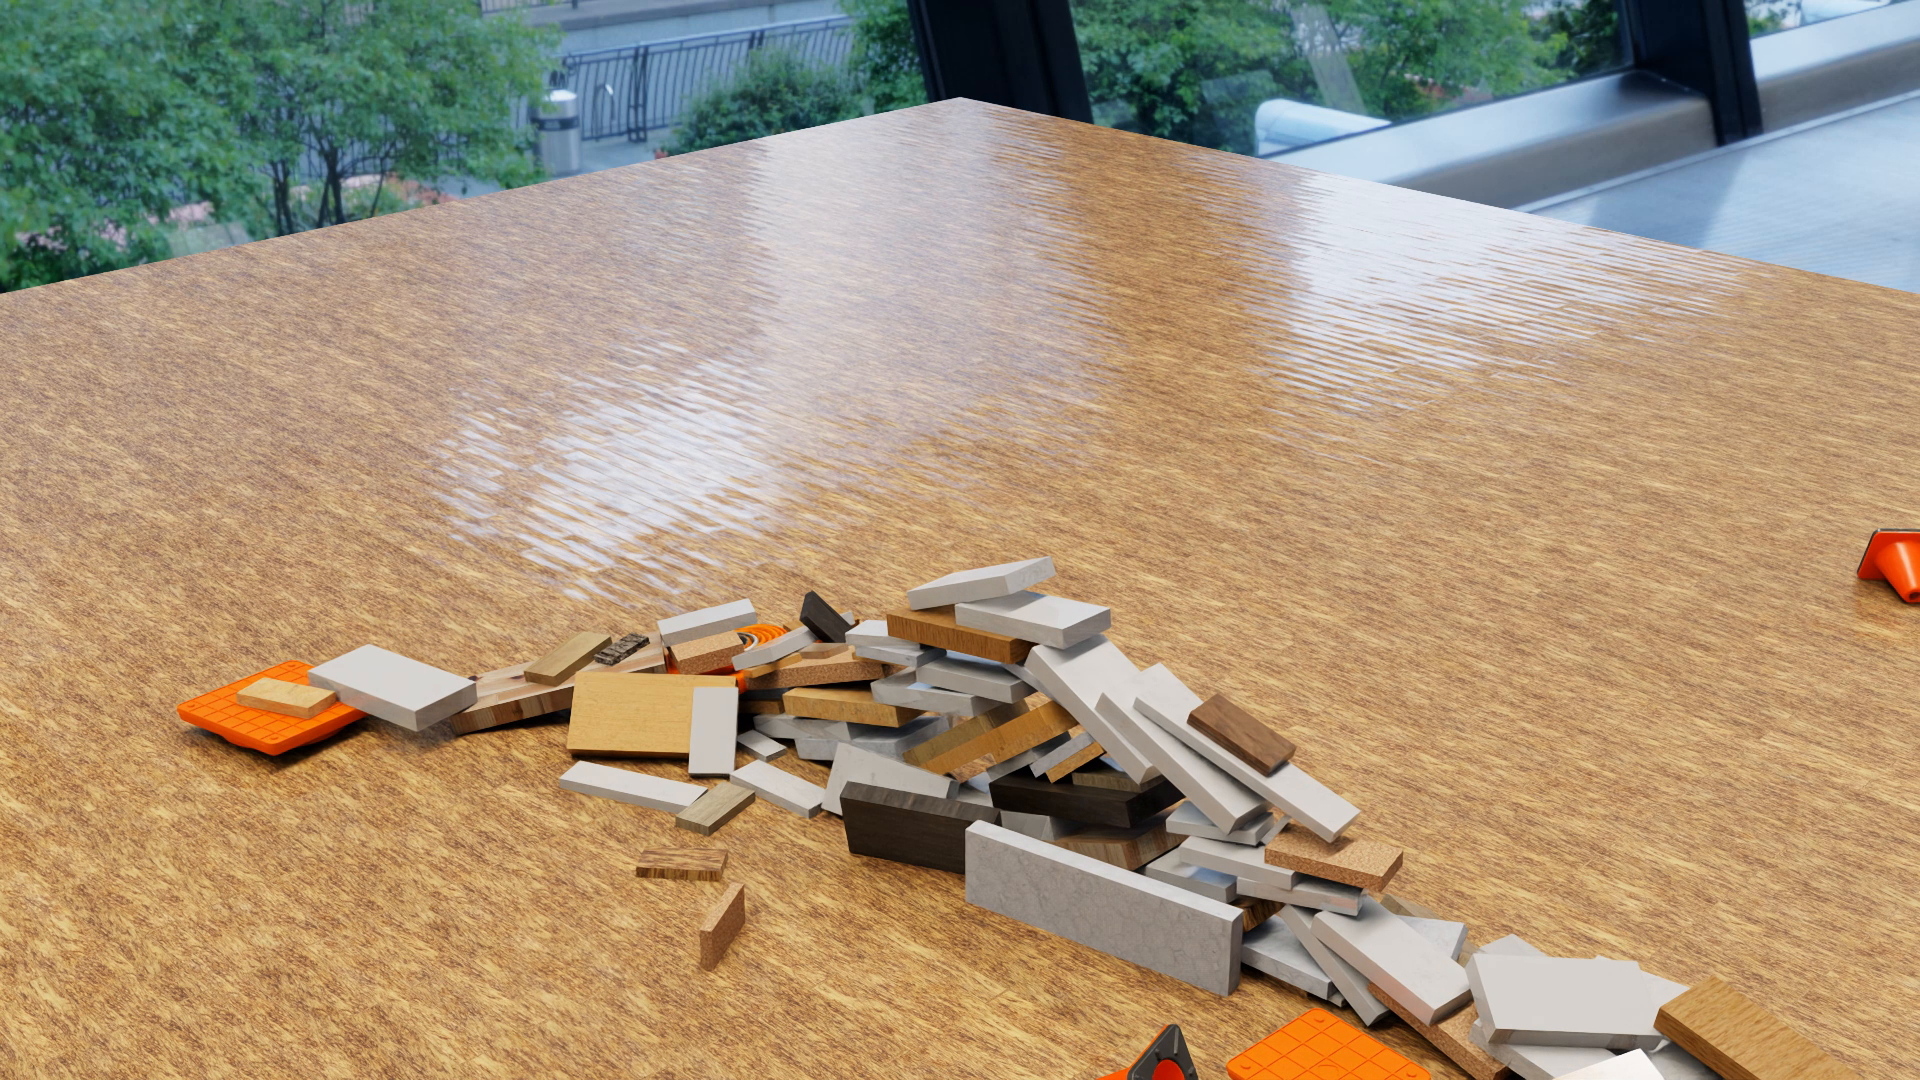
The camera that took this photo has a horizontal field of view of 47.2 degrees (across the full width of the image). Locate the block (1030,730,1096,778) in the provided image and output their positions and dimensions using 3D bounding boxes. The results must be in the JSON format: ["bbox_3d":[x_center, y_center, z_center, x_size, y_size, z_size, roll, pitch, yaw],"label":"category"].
[{"bbox_3d":[0.219,0.390,4.146,0.093,0.026,0.185,-21,-11,-40],"label":"block"}]

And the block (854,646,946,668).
[{"bbox_3d":[-0.119,0.219,4.409,0.173,0.024,0.086,8,21,42],"label":"block"}]

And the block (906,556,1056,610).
[{"bbox_3d":[0.040,0.085,4.314,0.276,0.039,0.138,-11,8,45],"label":"block"}]

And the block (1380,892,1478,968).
[{"bbox_3d":[0.888,0.737,3.904,0.122,0.035,0.335,24,8,-33],"label":"block"}]

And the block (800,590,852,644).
[{"bbox_3d":[-0.241,0.235,4.862,0.023,0.303,0.080,-27,34,30],"label":"block"}]

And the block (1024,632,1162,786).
[{"bbox_3d":[0.289,0.301,4.090,0.164,0.047,0.328,-19,53,-39],"label":"block"}]

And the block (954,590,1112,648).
[{"bbox_3d":[0.139,0.146,4.213,0.276,0.039,0.138,11,23,42],"label":"block"}]

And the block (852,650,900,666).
[{"bbox_3d":[-0.155,0.231,4.456,0.116,0.016,0.058,5,19,35],"label":"block"}]

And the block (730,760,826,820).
[{"bbox_3d":[-0.365,0.512,4.524,0.228,0.023,0.081,19,29,37],"label":"block"}]

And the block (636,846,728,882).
[{"bbox_3d":[-0.537,0.626,4.257,0.163,0.023,0.081,2,23,5],"label":"block"}]

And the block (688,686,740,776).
[{"bbox_3d":[-0.516,0.403,4.618,0.094,0.027,0.188,0,68,1],"label":"block"}]

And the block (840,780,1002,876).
[{"bbox_3d":[-0.070,0.560,4.233,0.312,0.156,0.044,8,41,18],"label":"block"}]

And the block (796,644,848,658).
[{"bbox_3d":[-0.301,0.237,4.705,0.057,0.016,0.147,-20,9,-32],"label":"block"}]

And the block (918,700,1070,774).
[{"bbox_3d":[0.071,0.390,4.327,0.131,0.037,0.454,-22,-6,-41],"label":"block"}]

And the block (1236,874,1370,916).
[{"bbox_3d":[0.606,0.603,3.871,0.214,0.030,0.107,7,23,22],"label":"block"}]

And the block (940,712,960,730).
[{"bbox_3d":[-0.015,0.338,4.829,0.030,0.105,0.211,3,23,8],"label":"block"}]

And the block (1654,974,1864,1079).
[{"bbox_3d":[1.382,0.896,3.477,0.149,0.042,0.576,-17,38,-35],"label":"block"}]

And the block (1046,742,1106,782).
[{"bbox_3d":[0.243,0.402,4.123,0.086,0.024,0.173,-21,-11,-41],"label":"block"}]

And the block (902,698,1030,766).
[{"bbox_3d":[0.011,0.385,4.393,0.130,0.037,0.261,-22,-6,-42],"label":"block"}]

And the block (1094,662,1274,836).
[{"bbox_3d":[0.422,0.375,3.990,0.164,0.047,0.343,-22,55,-41],"label":"block"}]

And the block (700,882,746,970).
[{"bbox_3d":[-0.432,0.702,4.002,0.023,0.082,0.164,6,24,14],"label":"block"}]

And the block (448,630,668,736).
[{"bbox_3d":[-0.885,0.313,4.854,0.475,0.049,0.172,-14,25,-6],"label":"block"}]

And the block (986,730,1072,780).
[{"bbox_3d":[0.134,0.419,4.269,0.093,0.026,0.185,-23,-6,-33],"label":"block"}]

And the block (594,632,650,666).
[{"bbox_3d":[-0.749,0.242,4.872,0.057,0.016,0.114,11,33,40],"label":"block"}]

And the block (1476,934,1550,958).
[{"bbox_3d":[0.979,0.741,3.879,0.089,0.025,0.178,32,16,29],"label":"block"}]

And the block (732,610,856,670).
[{"bbox_3d":[-0.362,0.220,4.817,0.105,0.030,0.343,-16,4,30],"label":"block"}]

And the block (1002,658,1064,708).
[{"bbox_3d":[0.182,0.264,4.185,0.086,0.024,0.208,-19,39,-39],"label":"block"}]

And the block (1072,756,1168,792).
[{"bbox_3d":[0.300,0.436,4.089,0.086,0.024,0.173,-22,15,-41],"label":"block"}]

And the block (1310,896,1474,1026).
[{"bbox_3d":[0.745,0.714,3.771,0.133,0.038,0.266,-17,41,-40],"label":"block"}]

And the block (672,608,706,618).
[{"bbox_3d":[-0.604,0.175,4.975,0.090,0.013,0.045,-15,18,-12],"label":"block"}]

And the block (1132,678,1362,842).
[{"bbox_3d":[0.507,0.388,3.914,0.438,0.025,0.089,34,40,26],"label":"block"}]

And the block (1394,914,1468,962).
[{"bbox_3d":[0.762,0.706,3.925,0.290,0.022,0.076,-1,48,42],"label":"block"}]

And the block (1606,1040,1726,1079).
[{"bbox_3d":[1.197,0.878,3.647,0.122,0.035,0.244,-11,26,-25],"label":"block"}]

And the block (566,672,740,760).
[{"bbox_3d":[-0.652,0.374,4.679,0.345,0.049,0.172,2,68,4],"label":"block"}]

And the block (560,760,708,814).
[{"bbox_3d":[-0.672,0.511,4.528,0.304,0.023,0.082,9,25,21],"label":"block"}]

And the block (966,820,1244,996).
[{"bbox_3d":[0.253,0.664,3.996,0.556,0.156,0.044,15,27,31],"label":"block"}]

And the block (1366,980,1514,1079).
[{"bbox_3d":[0.836,0.807,3.725,0.133,0.038,0.266,-16,41,-40],"label":"block"}]

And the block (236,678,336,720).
[{"bbox_3d":[-1.459,0.342,4.762,0.188,0.027,0.094,9,22,20],"label":"block"}]

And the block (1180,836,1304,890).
[{"bbox_3d":[0.510,0.560,3.907,0.214,0.030,0.107,11,24,30],"label":"block"}]

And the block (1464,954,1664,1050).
[{"bbox_3d":[1.006,0.769,3.664,0.298,0.042,0.149,5,42,-11],"label":"block"}]
